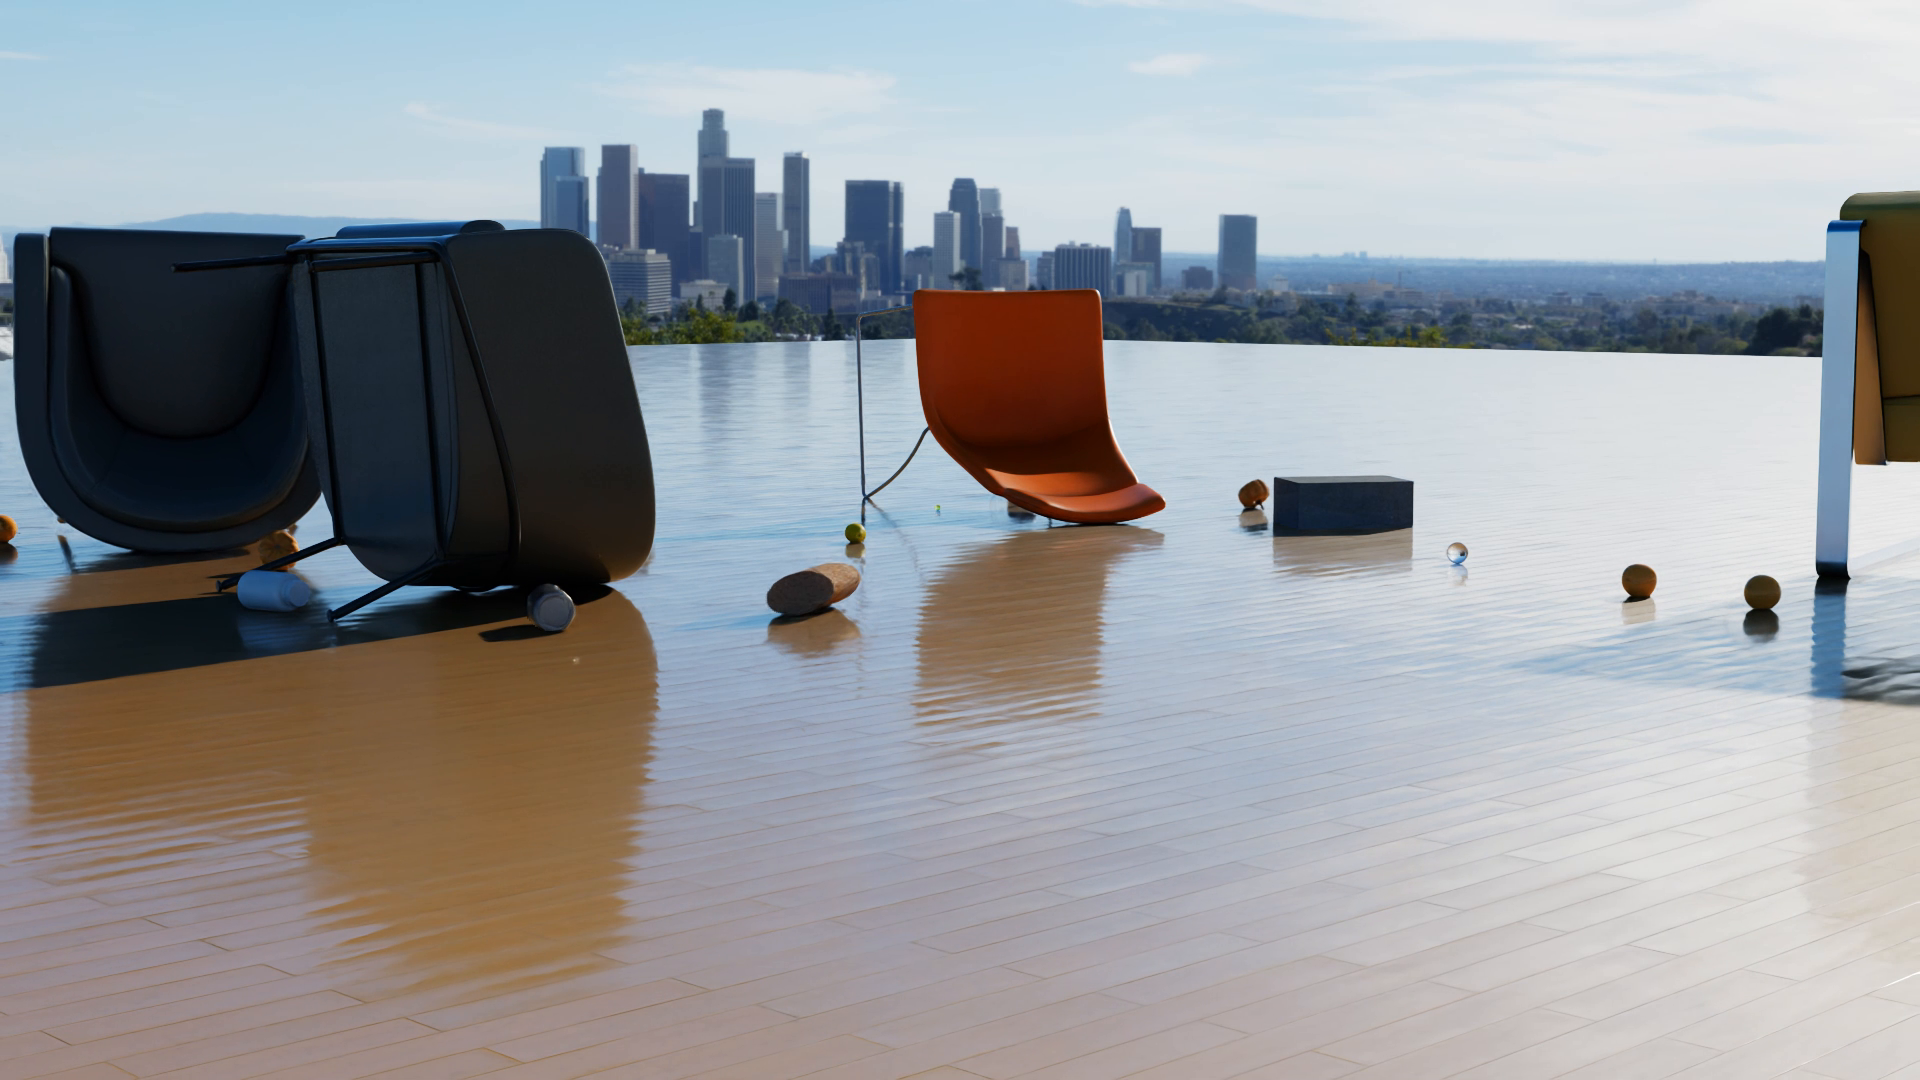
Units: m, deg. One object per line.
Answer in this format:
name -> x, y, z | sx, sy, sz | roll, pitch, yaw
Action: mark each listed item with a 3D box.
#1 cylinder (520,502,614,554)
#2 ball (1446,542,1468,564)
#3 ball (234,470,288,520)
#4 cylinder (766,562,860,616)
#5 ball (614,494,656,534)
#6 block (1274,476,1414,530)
cylinder -> -0.949, -0.032, 6.204 | 0.170, 0.098, 0.201 | 19, 9, 9
ball -> 1.141, 0.029, 5.881 | 0.050, 0.050, 0.050 | 0, 6, 0
ball -> -1.882, -0.120, 6.905 | 0.137, 0.137, 0.137 | 0, 6, 0
cylinder -> -0.288, 0.096, 5.057 | 0.142, 0.081, 0.163 | -15, 1, 18
ball -> -0.829, -0.067, 6.541 | 0.106, 0.106, 0.106 | 0, 6, 0
block -> 1.015, -0.101, 6.804 | 0.315, 0.121, 0.212 | -1, 6, -11
